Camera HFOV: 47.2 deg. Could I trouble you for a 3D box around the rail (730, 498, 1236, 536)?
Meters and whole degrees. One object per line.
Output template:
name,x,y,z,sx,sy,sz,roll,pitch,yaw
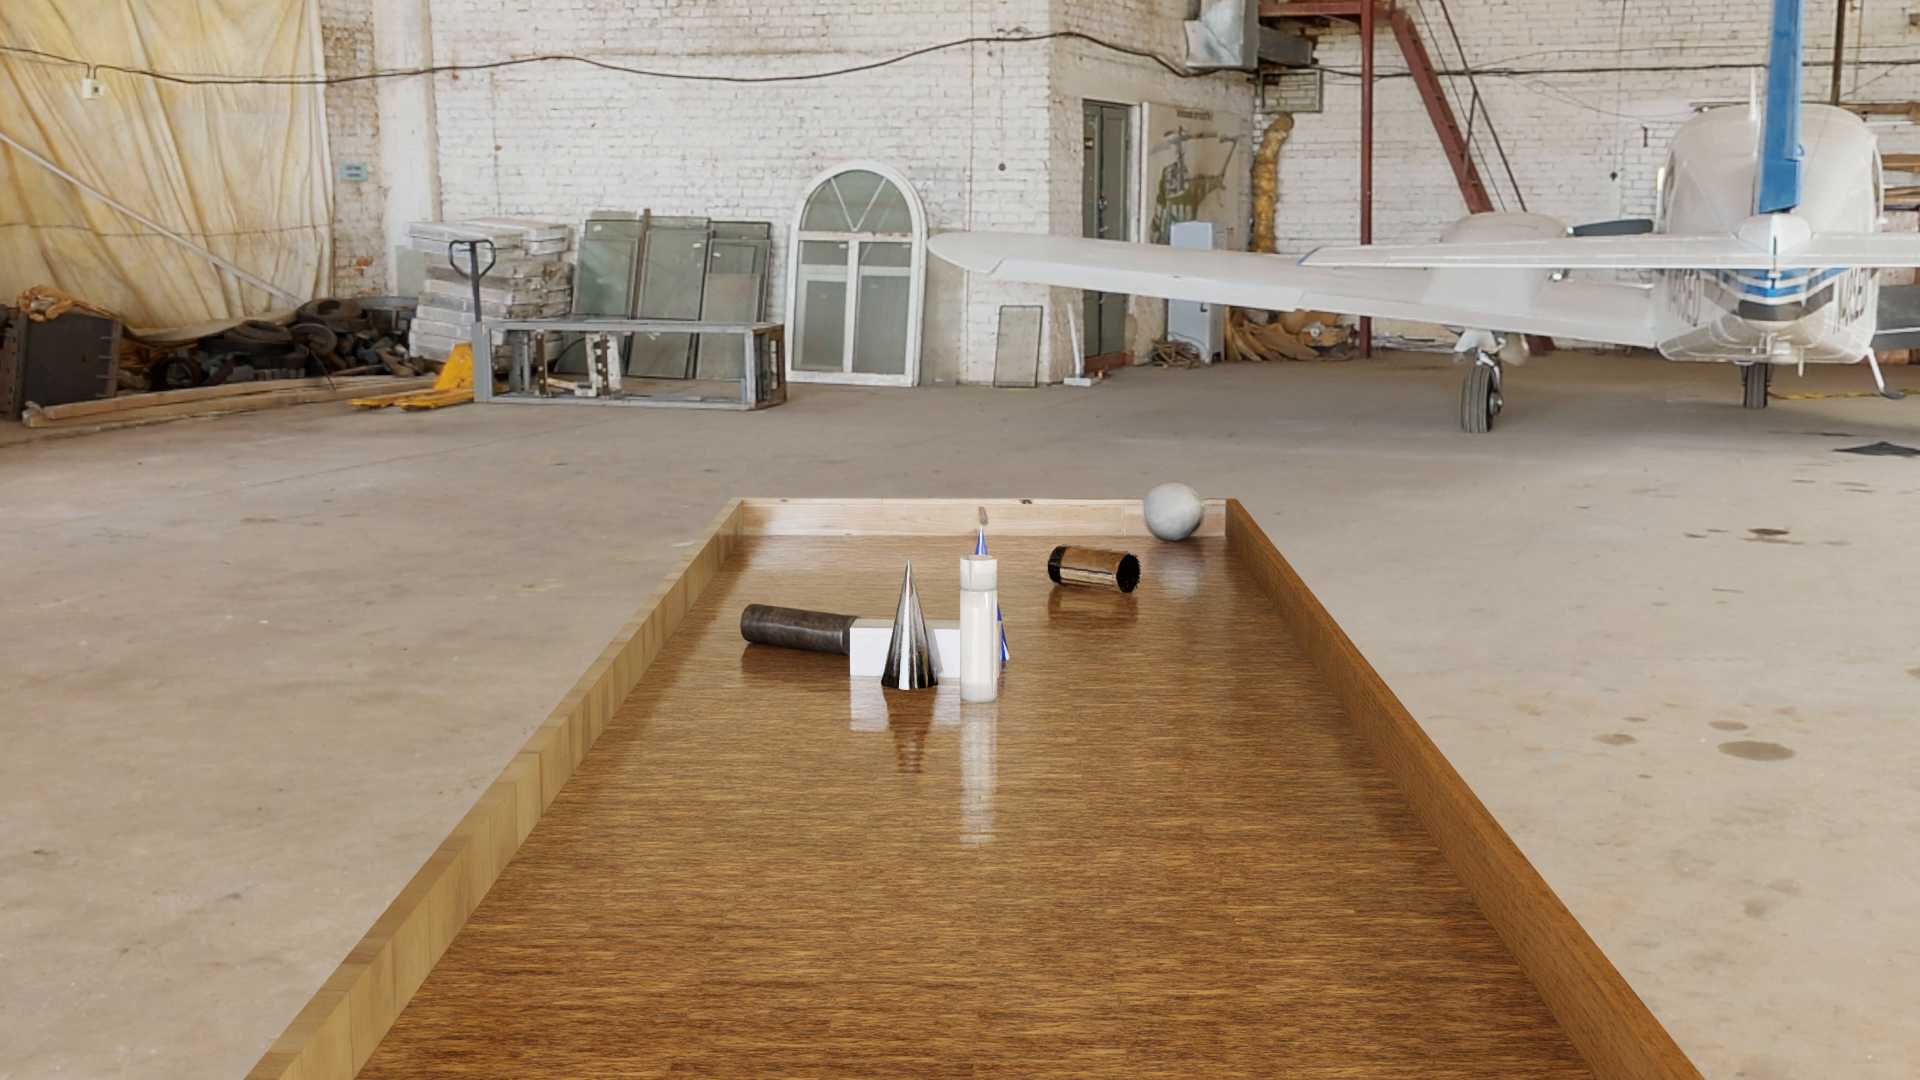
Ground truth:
rail,0.099,-0.098,9.147,2.100,0.150,0.050,0,9,1

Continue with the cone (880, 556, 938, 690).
cone,-0.147,0.230,6.362,0.167,0.375,0.167,0,9,0

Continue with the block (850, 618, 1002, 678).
block,-0.099,0.321,6.533,0.439,0.142,0.142,1,9,4

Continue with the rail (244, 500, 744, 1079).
rail,-1.004,0.839,3.234,0.050,0.150,12.000,0,9,1

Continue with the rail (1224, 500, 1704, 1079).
rail,1.046,0.843,3.208,0.050,0.150,12.000,0,9,1

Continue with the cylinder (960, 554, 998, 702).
cylinder,0.052,0.247,6.171,0.105,0.400,0.105,0,9,0

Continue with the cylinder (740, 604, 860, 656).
cylinder,-0.491,0.278,6.857,0.395,0.124,0.124,6,11,33

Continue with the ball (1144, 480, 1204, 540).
ball,0.870,-0.119,8.982,0.244,0.244,0.244,0,9,0

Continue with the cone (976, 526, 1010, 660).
cone,0.065,0.154,6.712,0.174,0.414,0.174,0,9,0

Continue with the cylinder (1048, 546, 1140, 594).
cylinder,0.480,0.104,7.905,0.306,0.140,0.140,7,12,39
